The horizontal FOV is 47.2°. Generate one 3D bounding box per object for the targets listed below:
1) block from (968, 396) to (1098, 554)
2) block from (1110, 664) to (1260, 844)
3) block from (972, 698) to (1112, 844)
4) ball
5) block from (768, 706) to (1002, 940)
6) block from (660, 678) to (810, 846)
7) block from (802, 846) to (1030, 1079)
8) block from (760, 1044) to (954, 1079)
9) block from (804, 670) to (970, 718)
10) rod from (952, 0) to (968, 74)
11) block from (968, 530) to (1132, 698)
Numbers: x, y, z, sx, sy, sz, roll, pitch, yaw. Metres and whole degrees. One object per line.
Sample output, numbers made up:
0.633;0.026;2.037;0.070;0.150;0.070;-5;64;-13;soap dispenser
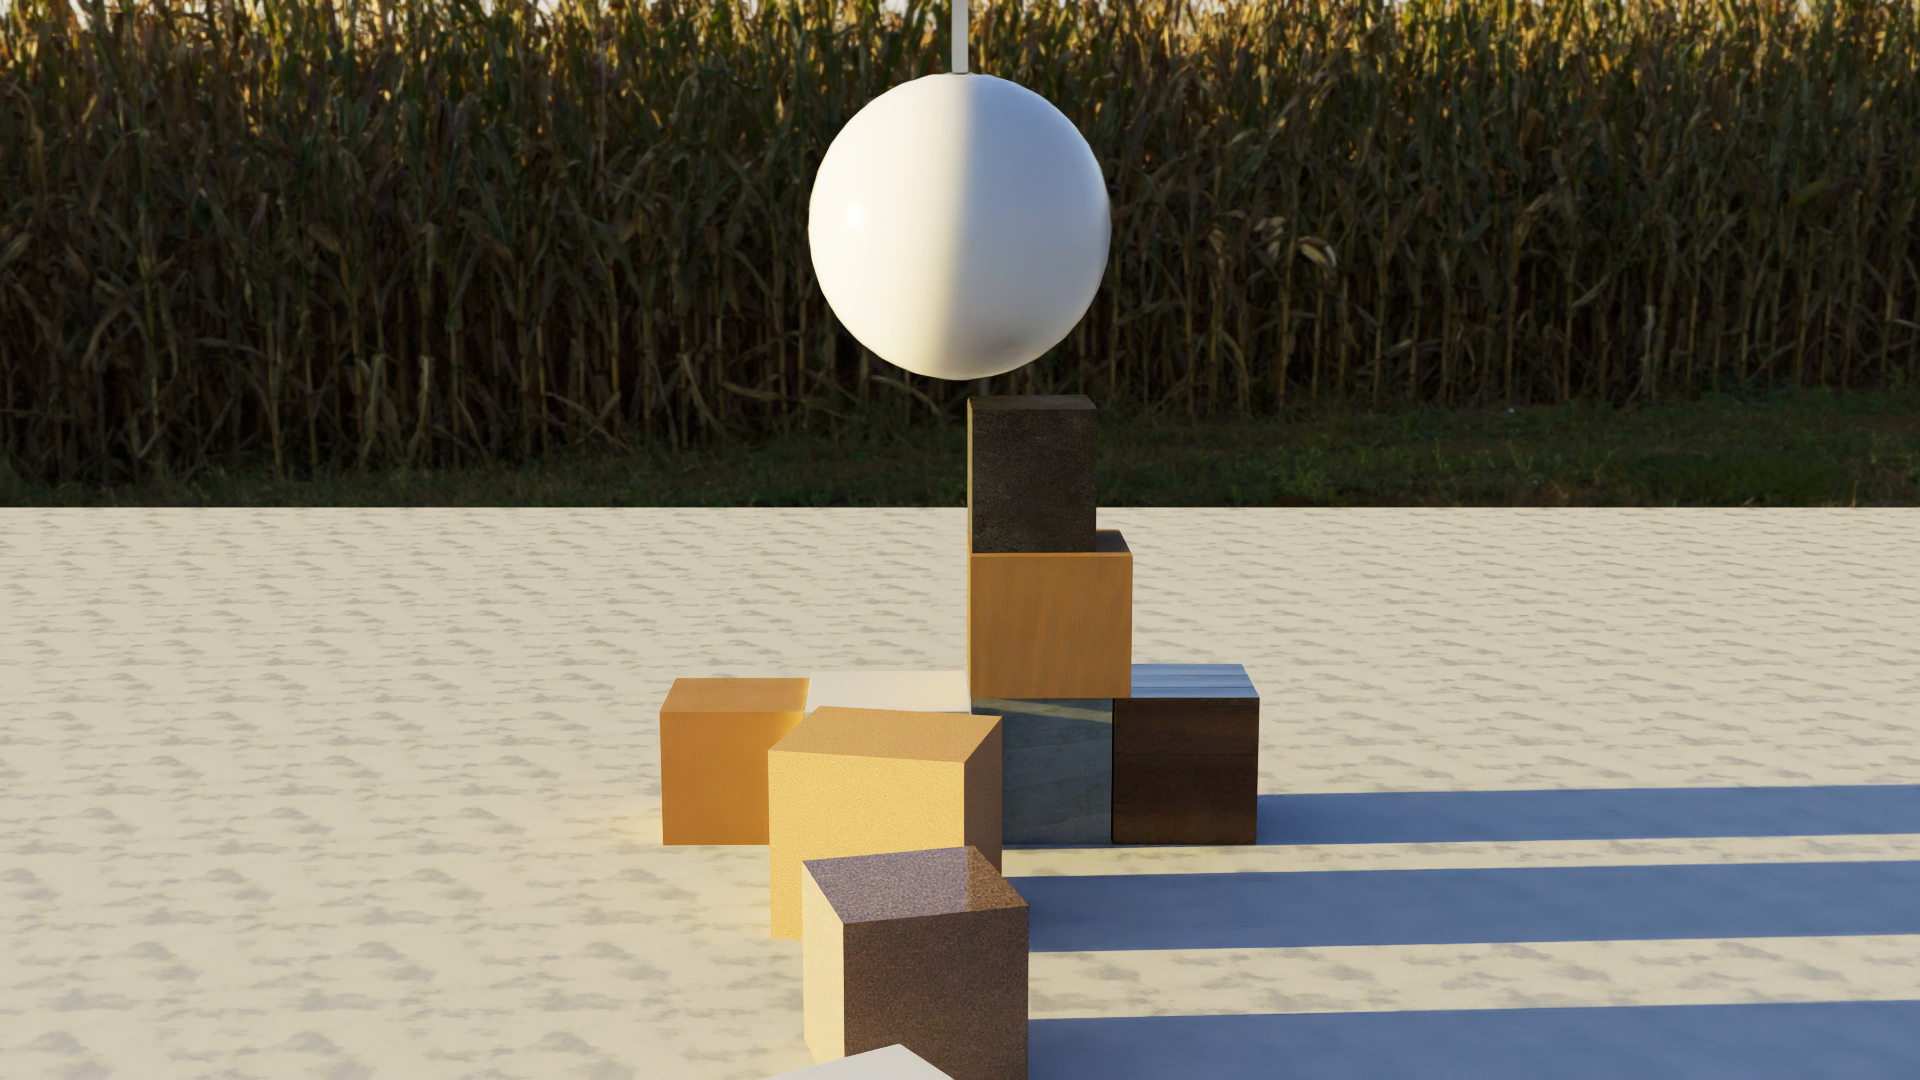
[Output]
0.357;-0.341;11.114;0.614;0.715;0.601;0;10;-2;block
1.133;1.098;11.389;0.724;0.766;0.720;0;10;0;block
0.411;1.092;11.397;0.702;0.774;0.725;0;10;0;block
0.000;-1.645;11.572;1.600;1.600;1.600;0;10;0;ball
-0.323;1.297;10.015;0.882;0.865;0.796;2;11;13;block
-1.144;1.136;11.381;0.717;0.694;0.706;0;10;-1;block
-0.182;1.658;8.386;0.699;0.737;0.728;-3;11;-15;block
-0.299;2.016;6.723;0.657;0.627;0.642;-7;12;-32;block
-0.370;1.128;11.348;0.817;0.721;0.842;0;10;-1;block
0.000;-4.899;10.589;0.080;5.200;0.080;0;17;0;rod
0.443;0.365;11.230;0.798;0.716;0.770;0;10;-1;block
